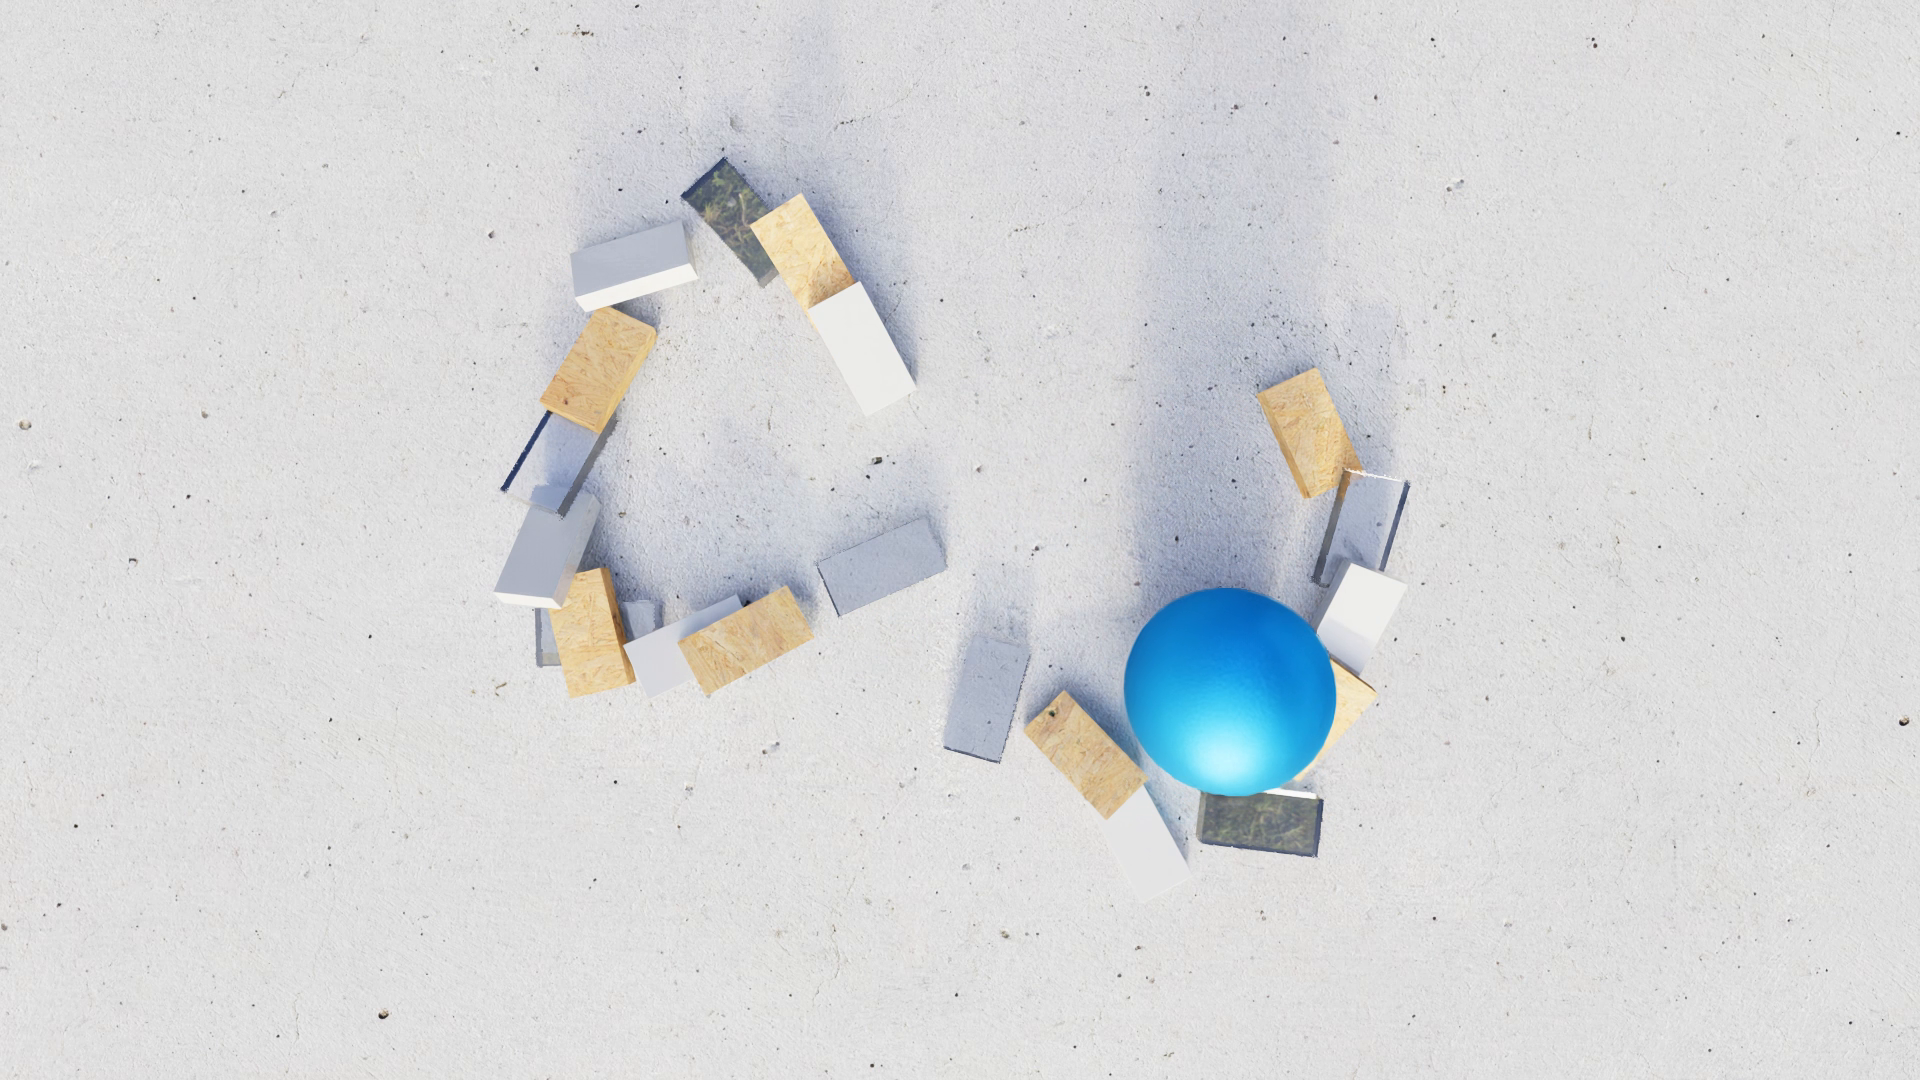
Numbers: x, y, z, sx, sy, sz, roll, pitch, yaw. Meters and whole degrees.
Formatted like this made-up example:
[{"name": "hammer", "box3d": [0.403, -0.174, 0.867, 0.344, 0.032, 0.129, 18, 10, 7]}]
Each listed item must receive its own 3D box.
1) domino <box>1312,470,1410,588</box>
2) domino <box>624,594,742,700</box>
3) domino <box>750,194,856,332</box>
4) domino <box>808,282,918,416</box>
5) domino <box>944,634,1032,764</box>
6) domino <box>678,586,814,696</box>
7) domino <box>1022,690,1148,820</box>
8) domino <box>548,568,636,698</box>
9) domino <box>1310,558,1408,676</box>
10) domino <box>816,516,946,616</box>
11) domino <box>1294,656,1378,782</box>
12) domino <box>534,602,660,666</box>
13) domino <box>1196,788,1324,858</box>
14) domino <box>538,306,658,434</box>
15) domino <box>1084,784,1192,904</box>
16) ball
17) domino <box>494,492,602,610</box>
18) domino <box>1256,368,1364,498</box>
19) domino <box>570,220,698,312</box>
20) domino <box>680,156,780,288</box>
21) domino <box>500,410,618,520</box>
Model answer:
[{"name": "domino", "box3d": [0.170, -0.003, 0.390, 0.025, 0.010, 0.050, 11, 103, 0]}, {"name": "domino", "box3d": [-0.113, 0.045, 0.389, 0.050, 0.009, 0.025, -25, 90, -14]}, {"name": "domino", "box3d": [-0.064, -0.117, 0.388, 0.025, 0.009, 0.050, -32, 108, 0]}, {"name": "domino", "box3d": [-0.041, -0.081, 0.389, 0.025, 0.009, 0.050, -28, 104, 0]}, {"name": "domino", "box3d": [0.012, 0.068, 0.395, 0.025, 0.009, 0.050, 16, 90, 0]}, {"name": "domino", "box3d": [-0.090, 0.042, 0.385, 0.050, 0.009, 0.025, -28, 91, -14]}, {"name": "domino", "box3d": [0.053, 0.091, 0.390, 0.025, 0.009, 0.050, -44, 78, -3]}, {"name": "domino", "box3d": [-0.156, 0.039, 0.386, 0.025, 0.010, 0.050, -14, 90, 0]}, {"name": "domino", "box3d": [0.165, 0.035, 0.389, 0.025, 0.010, 0.050, 21, 105, 0]}, {"name": "domino", "box3d": [-0.034, 0.011, 0.395, 0.050, 0.009, 0.025, -24, 90, 0]}, {"name": "domino", "box3d": [0.150, 0.075, 0.389, 0.025, 0.009, 0.050, 36, 104, 0]}, {"name": "domino", "box3d": [-0.156, 0.041, 0.395, 0.050, 0.010, 0.025, -2, 90, 0]}, {"name": "domino", "box3d": [0.129, 0.120, 0.395, 0.050, 0.010, 0.025, 7, 90, 0]}, {"name": "domino", "box3d": [-0.153, -0.073, 0.389, 0.025, 0.009, 0.050, 25, 75, 0]}, {"name": "domino", "box3d": [0.076, 0.127, 0.395, 0.025, 0.010, 0.050, -29, 90, 0]}, {"name": "ball", "box3d": [0.105, 0.059, 0.360, 0.080, 0.080, 0.080, 0, 90, 0]}, {"name": "domino", "box3d": [-0.171, 0.003, 0.382, 0.025, 0.010, 0.050, 6, 60, 5]}, {"name": "domino", "box3d": [0.151, -0.046, 0.395, 0.025, 0.010, 0.050, -24, 90, 0]}, {"name": "domino", "box3d": [-0.139, -0.117, 0.391, 0.050, 0.010, 0.025, -17, 66, 0]}, {"name": "domino", "box3d": [-0.093, -0.137, 0.395, 0.025, 0.009, 0.050, -42, 90, 0]}, {"name": "domino", "box3d": [-0.168, -0.037, 0.387, 0.025, 0.009, 0.050, 21, 71, 0]}]
